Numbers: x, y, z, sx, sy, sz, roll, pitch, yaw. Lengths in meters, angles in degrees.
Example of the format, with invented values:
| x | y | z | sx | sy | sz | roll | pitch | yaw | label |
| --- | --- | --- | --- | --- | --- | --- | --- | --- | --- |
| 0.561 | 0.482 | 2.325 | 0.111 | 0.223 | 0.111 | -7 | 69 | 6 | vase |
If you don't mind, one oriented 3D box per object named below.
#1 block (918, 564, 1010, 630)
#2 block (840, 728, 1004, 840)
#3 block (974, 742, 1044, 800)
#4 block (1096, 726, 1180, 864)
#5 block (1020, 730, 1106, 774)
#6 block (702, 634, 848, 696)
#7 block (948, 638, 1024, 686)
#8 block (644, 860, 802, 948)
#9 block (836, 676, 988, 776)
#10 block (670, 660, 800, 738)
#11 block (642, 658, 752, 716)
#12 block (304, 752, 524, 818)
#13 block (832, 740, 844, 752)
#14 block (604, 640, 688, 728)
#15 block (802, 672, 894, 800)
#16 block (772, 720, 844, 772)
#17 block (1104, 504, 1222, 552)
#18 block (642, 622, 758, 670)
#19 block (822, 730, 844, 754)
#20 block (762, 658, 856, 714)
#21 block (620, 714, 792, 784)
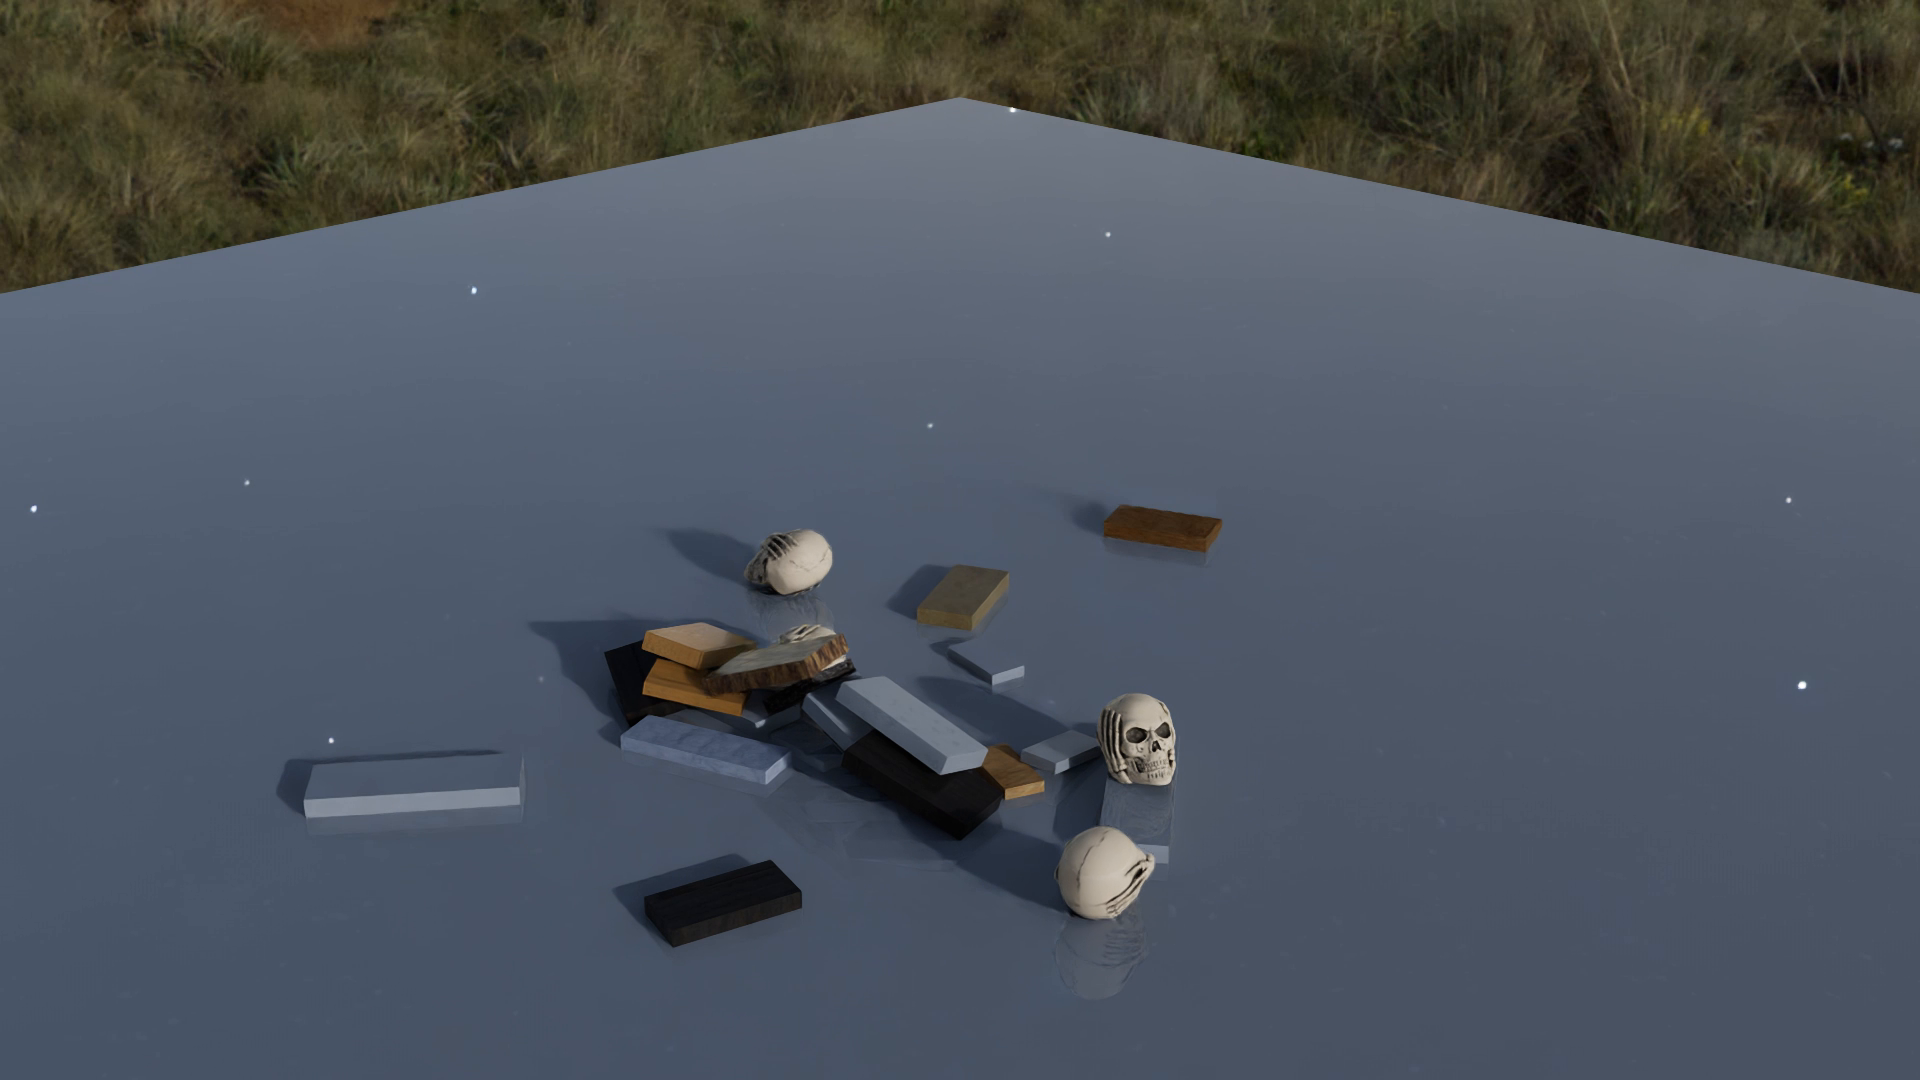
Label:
| x | y | z | sx | sy | sz | roll | pitch | yaw | label |
| --- | --- | --- | --- | --- | --- | --- | --- | --- | --- |
| 0.010 | 0.139 | 5.384 | 0.140 | 0.040 | 0.279 | 8 | 24 | 18 | block |
| -0.077 | 0.485 | 4.454 | 0.297 | 0.042 | 0.149 | 30 | 33 | 20 | block |
| 0.095 | 0.482 | 4.592 | 0.090 | 0.026 | 0.180 | -10 | 25 | -23 | block |
| 0.369 | 0.514 | 4.499 | 0.140 | 0.040 | 0.485 | 3 | 23 | 7 | block |
| 0.218 | 0.447 | 4.641 | 0.090 | 0.026 | 0.180 | 18 | 21 | 35 | block |
| -0.397 | 0.269 | 4.722 | 0.293 | 0.042 | 0.147 | -13 | 13 | 36 | block |
| 0.059 | 0.279 | 5.071 | 0.090 | 0.026 | 0.180 | -15 | 27 | -31 | block |
| -0.443 | 0.678 | 4.115 | 0.262 | 0.037 | 0.131 | -13 | 26 | -28 | block |
| -0.100 | 0.380 | 4.532 | 0.297 | 0.042 | 0.148 | 33 | 19 | 29 | block |
| -0.564 | 0.331 | 4.932 | 0.461 | 0.037 | 0.131 | 20 | 30 | 39 | block |
| -0.572 | 0.322 | 4.812 | 0.220 | 0.031 | 0.110 | 13 | 26 | 3 | block |
| -1.118 | 0.503 | 4.522 | 0.427 | 0.042 | 0.147 | -3 | 23 | -7 | block |
| -0.196 | 0.435 | 4.616 | 0.087 | 0.025 | 0.175 | -22 | 54 | -42 | block |
| -0.703 | 0.312 | 4.906 | 0.131 | 0.037 | 0.262 | -18 | 33 | -11 | block |
| -0.178 | 0.408 | 4.603 | 0.149 | 0.042 | 0.297 | -22 | 55 | -42 | block |
| -0.314 | 0.440 | 4.693 | 0.087 | 0.025 | 0.175 | -20 | 30 | -39 | block |
| 0.532 | -0.032 | 5.786 | 0.279 | 0.040 | 0.140 | 9 | 25 | 21 | block |
| -0.588 | 0.239 | 4.988 | 0.147 | 0.042 | 0.293 | 19 | 7 | 17 | block |
| -0.240 | 0.401 | 4.677 | 0.087 | 0.025 | 0.175 | -18 | 52 | -40 | block |
| -0.325 | 0.314 | 4.723 | 0.110 | 0.031 | 0.220 | -23 | -4 | -37 | block |
| -0.540 | 0.444 | 4.675 | 0.359 | 0.031 | 0.110 | 11 | 25 | 24 | block |
